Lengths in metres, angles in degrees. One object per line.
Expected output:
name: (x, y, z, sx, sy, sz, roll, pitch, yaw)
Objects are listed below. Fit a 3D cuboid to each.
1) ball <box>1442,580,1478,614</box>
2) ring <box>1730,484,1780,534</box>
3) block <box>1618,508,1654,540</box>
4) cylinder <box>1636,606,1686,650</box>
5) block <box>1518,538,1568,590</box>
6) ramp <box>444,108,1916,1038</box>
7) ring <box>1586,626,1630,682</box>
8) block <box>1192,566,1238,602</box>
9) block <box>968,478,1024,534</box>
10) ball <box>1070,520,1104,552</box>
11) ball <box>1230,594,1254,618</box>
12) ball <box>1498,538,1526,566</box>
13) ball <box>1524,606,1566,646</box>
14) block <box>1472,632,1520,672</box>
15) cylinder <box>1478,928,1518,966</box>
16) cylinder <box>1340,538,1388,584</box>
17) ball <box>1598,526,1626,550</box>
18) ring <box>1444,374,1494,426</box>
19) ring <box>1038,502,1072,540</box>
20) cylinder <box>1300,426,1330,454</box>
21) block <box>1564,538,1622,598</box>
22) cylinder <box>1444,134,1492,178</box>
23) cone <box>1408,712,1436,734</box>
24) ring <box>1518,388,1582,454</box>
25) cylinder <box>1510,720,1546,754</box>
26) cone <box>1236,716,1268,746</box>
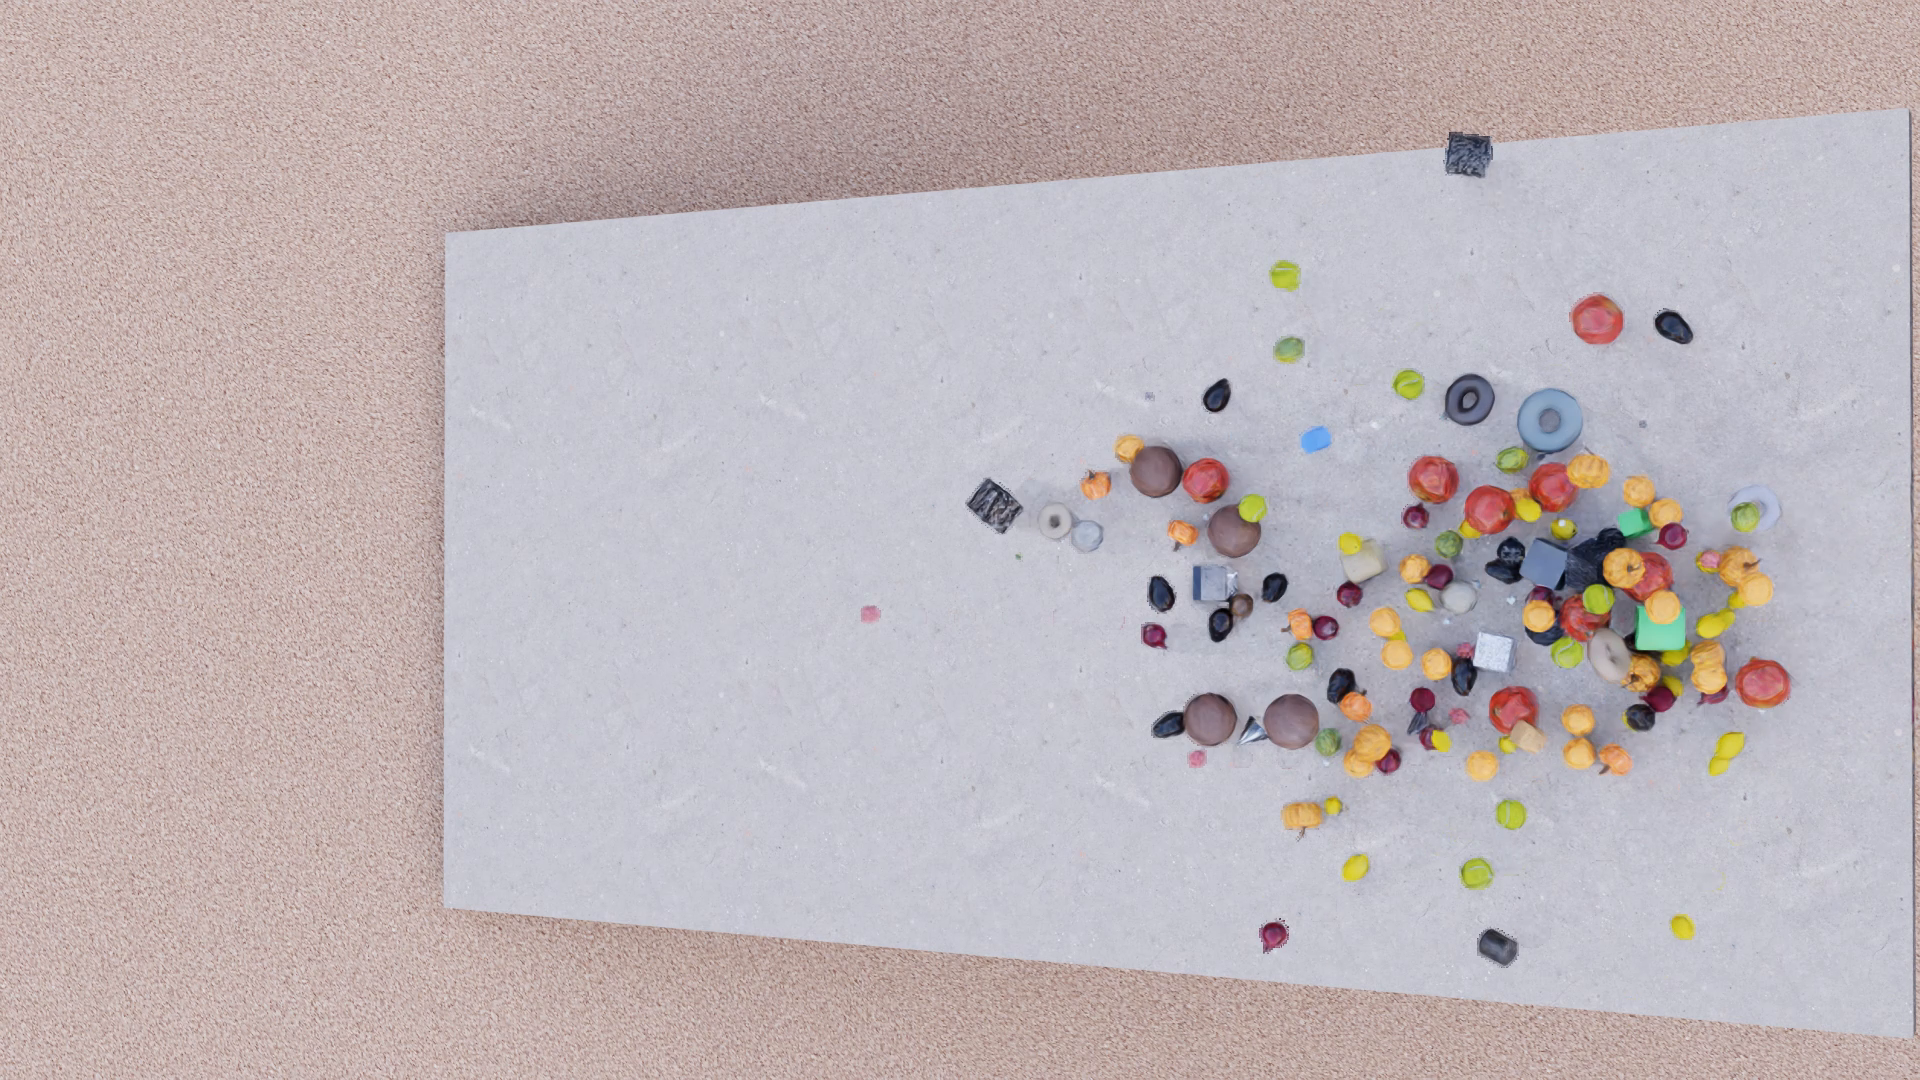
ball: (1.155, 0.131, 5.085, 0.082, 0.082, 0.082, 0, 89, 0)
ring: (1.732, -0.067, 4.790, 0.107, 0.036, 0.107, -4, 80, 25)
block: (1.520, -0.037, 4.950, 0.051, 0.051, 0.051, -25, 68, 33)
cylinder: (1.543, 0.194, 4.848, 0.098, 0.098, 0.098, 1, 89, 13)
block: (1.345, 0.055, 5.022, 0.089, 0.089, 0.089, 29, 104, 25)
ramp: (0.279, 0.079, 5.667, 4.000, 0.100, 2.000, 0, 89, 27)
ring: (1.440, 0.254, 4.883, 0.128, 0.043, 0.128, 18, 60, -34)
block: (0.625, 0.107, 5.390, 0.083, 0.083, 0.083, 3, 91, 27)
block: (0.091, -0.086, 5.615, 0.089, 0.089, 0.089, 36, 96, -30)
ball: (0.320, -0.010, 5.545, 0.084, 0.084, 0.084, 0, 89, 0)
ball: (0.687, 0.159, 5.363, 0.058, 0.058, 0.058, 0, 89, 0)
ball: (1.249, 0.027, 4.978, 0.062, 0.062, 0.062, 0, 89, 0)
ball: (1.338, 0.196, 5.026, 0.090, 0.090, 0.090, 0, 89, 0)
block: (1.239, 0.258, 5.083, 0.077, 0.077, 0.077, 12, 95, 26)
cylinder: (1.237, 0.937, 5.058, 0.063, 0.063, 0.063, 26, 89, 43)
cylinder: (0.959, 0.050, 5.222, 0.084, 0.084, 0.084, -26, 89, 24)
ball: (1.474, 0.001, 4.975, 0.062, 0.062, 0.062, 0, 89, 0)
ring: (1.187, -0.326, 5.125, 0.122, 0.041, 0.122, -10, 73, 38)
ring: (0.243, -0.050, 5.613, 0.098, 0.033, 0.098, -1, 89, 31)
cylinder: (0.852, -0.239, 5.267, 0.052, 0.052, 0.052, -28, 89, -41)
block: (1.425, 0.063, 4.951, 0.085, 0.085, 0.085, -26, 127, -29)
cylinder: (1.178, -0.889, 5.093, 0.090, 0.090, 0.090, 12, 89, 17)
cone: (1.096, 0.444, 5.180, 0.059, 0.059, 0.059, 27, 89, -3)
ring: (1.353, -0.273, 5.046, 0.149, 0.050, 0.149, 0, 91, 28)
cylinder: (1.285, 0.446, 4.972, 0.058, 0.058, 0.058, 33, 89, 8)
cone: (0.687, 0.468, 5.247, 0.072, 0.072, 0.072, -39, 90, -1)
